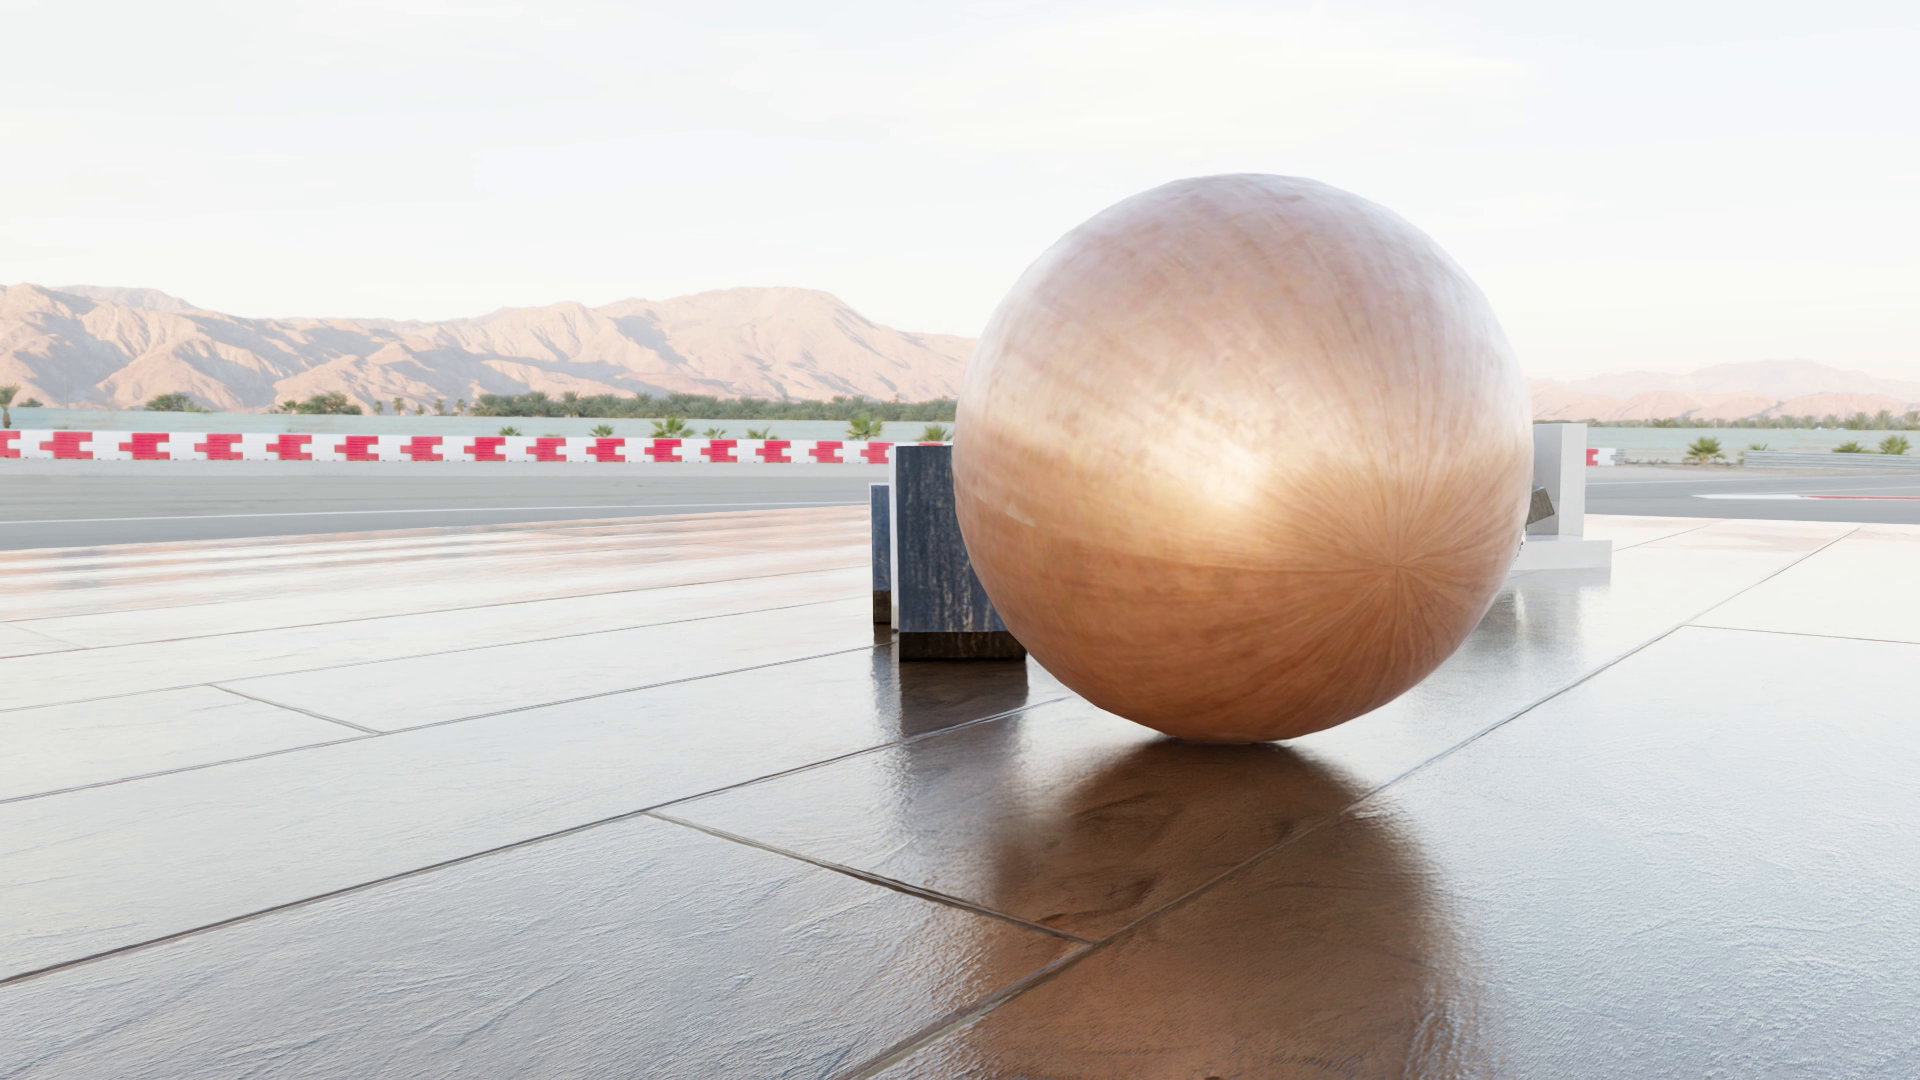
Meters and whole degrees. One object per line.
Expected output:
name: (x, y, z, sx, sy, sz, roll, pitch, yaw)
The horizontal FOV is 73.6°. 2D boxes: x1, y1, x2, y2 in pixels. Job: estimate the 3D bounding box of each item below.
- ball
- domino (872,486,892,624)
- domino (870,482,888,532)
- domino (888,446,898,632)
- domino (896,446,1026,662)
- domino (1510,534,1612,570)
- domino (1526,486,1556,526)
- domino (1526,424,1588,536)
ball: (0.039, -0.011, 0.184, 0.080, 0.080, 0.080, 0, 4, 0)
domino: (-0.010, 0.003, 0.323, 0.025, 0.010, 0.050, 0, 32, -4)
domino: (-0.011, 0.001, 0.344, 0.025, 0.009, 0.050, -2, 32, -6)
domino: (-0.004, -0.001, 0.305, 0.025, 0.050, 0.009, 0, -41, -4)
domino: (0.000, 0.002, 0.265, 0.025, 0.010, 0.050, 0, 49, -4)
domino: (0.198, 0.004, 0.449, 0.050, 0.009, 0.025, -1, 4, -15)
domino: (0.172, -0.005, 0.436, 0.050, 0.009, 0.025, -23, 4, 7)
domino: (0.227, -0.019, 0.489, 0.009, 0.050, 0.025, 0, 4, -3)
